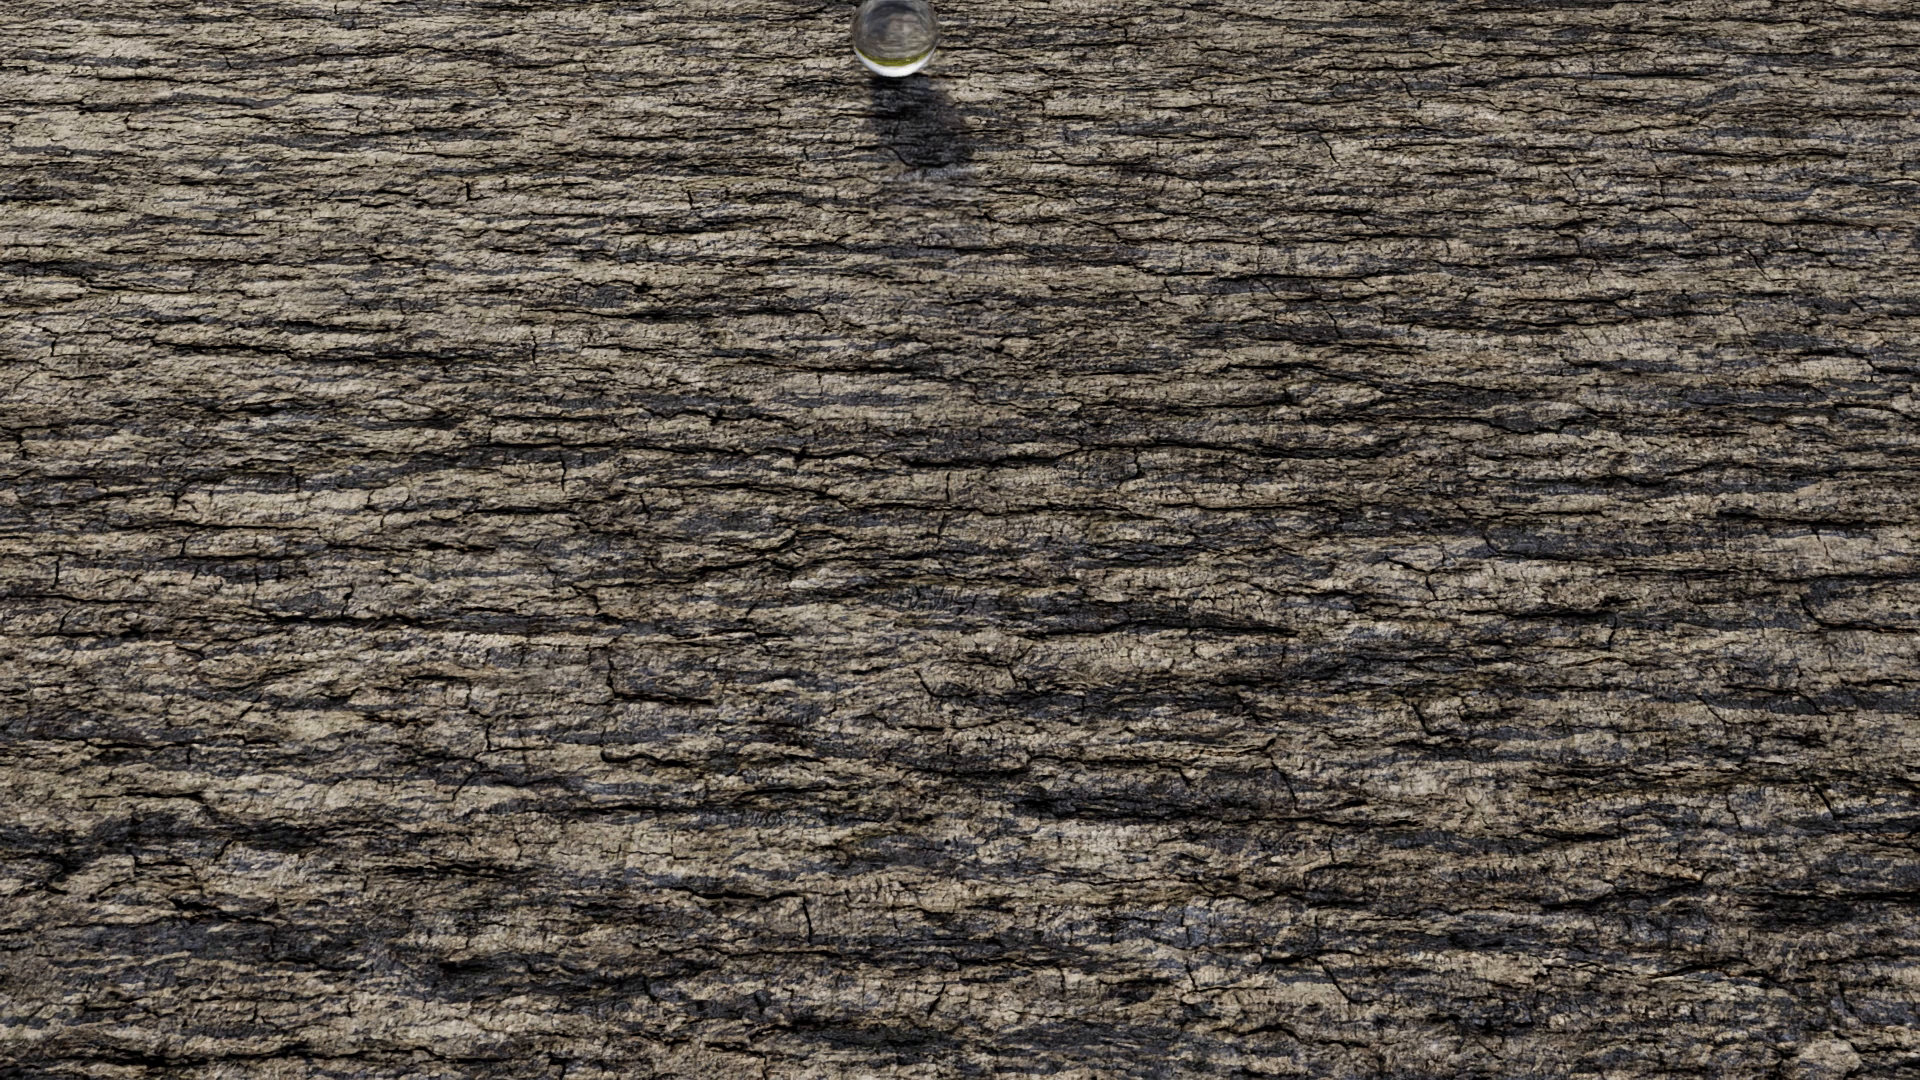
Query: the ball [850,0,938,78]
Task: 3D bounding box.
[{"bbox_3d":[-0.052,-0.399,2.022,0.069,0.069,0.069,0,37,0],"label":"ball"}]
